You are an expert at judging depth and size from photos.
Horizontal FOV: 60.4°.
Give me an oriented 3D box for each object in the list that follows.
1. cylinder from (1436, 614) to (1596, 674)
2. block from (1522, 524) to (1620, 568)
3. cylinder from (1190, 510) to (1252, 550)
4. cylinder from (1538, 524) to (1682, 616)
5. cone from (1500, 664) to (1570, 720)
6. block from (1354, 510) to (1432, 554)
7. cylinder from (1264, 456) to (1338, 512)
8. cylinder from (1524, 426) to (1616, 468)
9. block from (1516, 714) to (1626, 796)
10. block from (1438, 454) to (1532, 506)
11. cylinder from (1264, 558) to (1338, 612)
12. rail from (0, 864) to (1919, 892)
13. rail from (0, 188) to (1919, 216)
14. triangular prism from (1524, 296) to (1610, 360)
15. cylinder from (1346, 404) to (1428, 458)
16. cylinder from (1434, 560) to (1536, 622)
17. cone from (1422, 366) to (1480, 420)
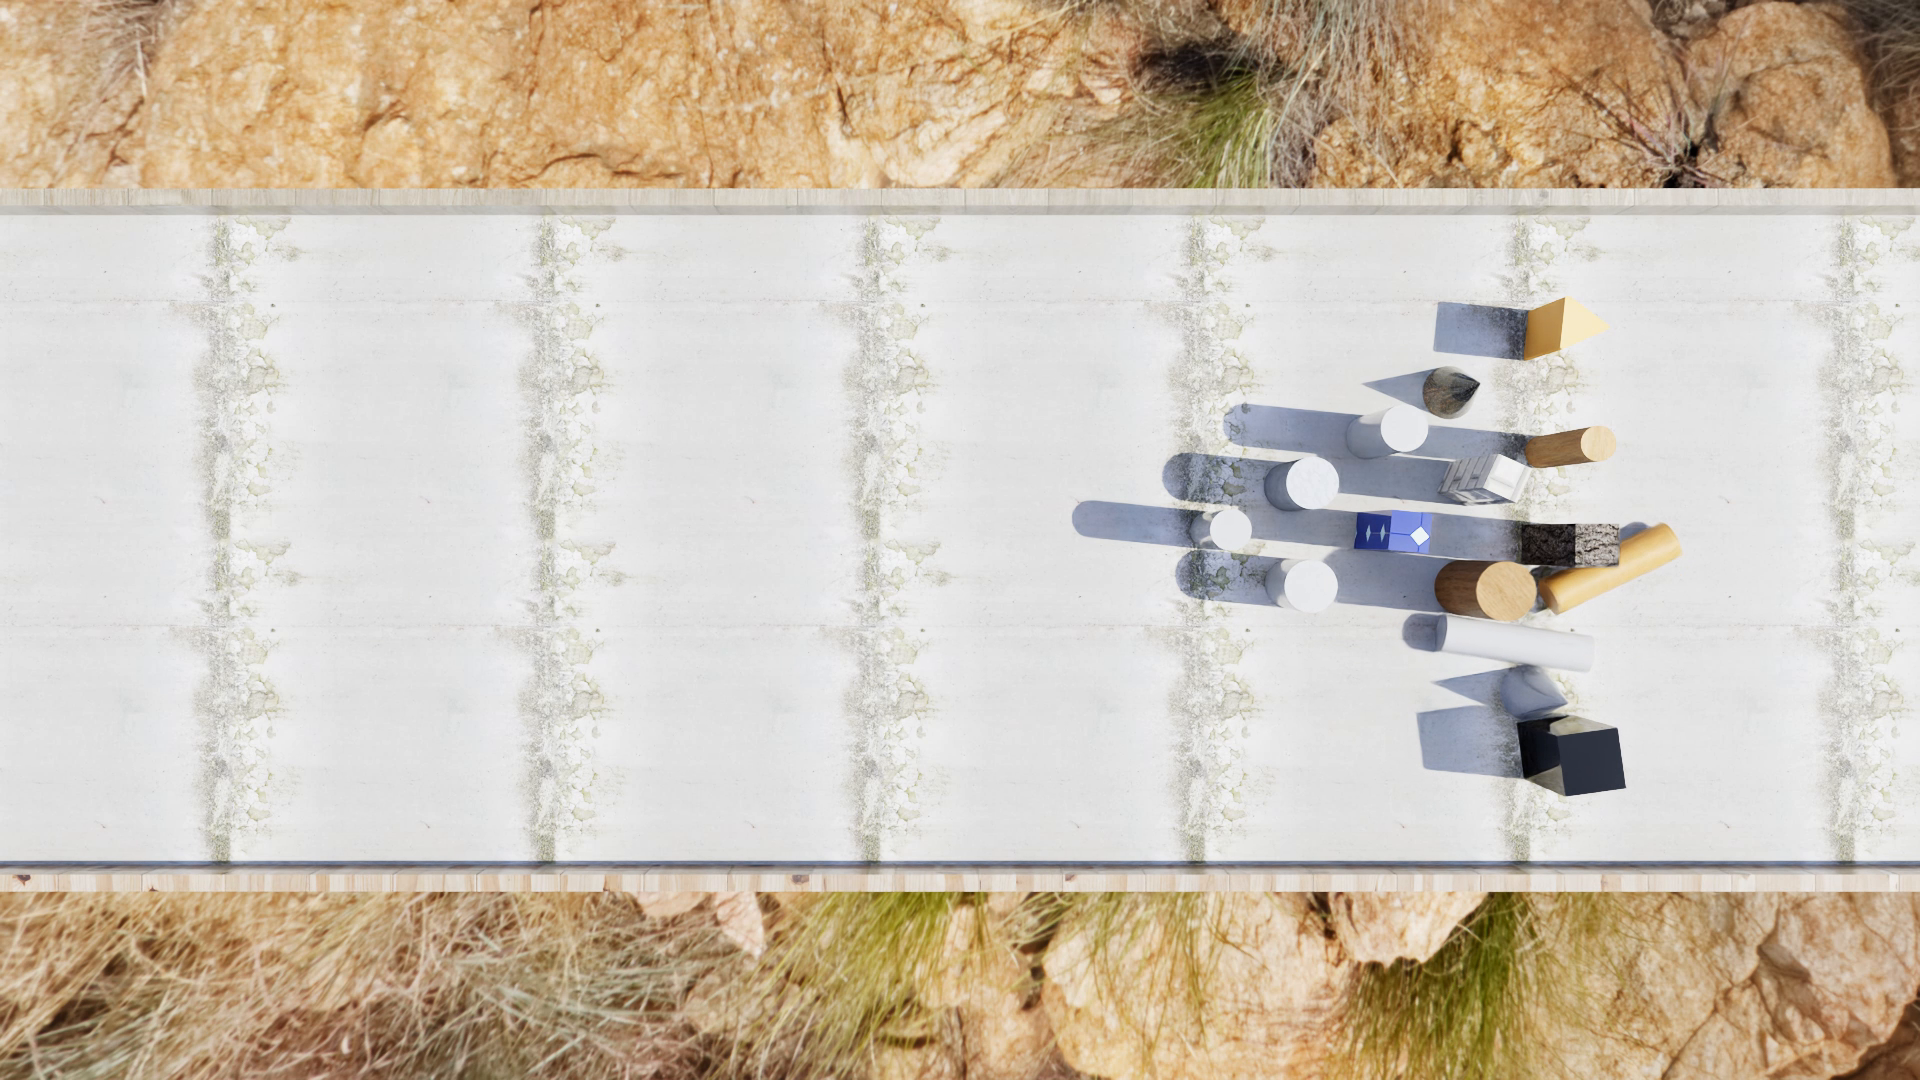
[{"bbox_3d":[1.687,0.316,5.018,0.451,0.117,0.117,8,90,0],"label":"cylinder"},{"bbox_3d":[1.790,0.015,4.853,0.123,0.446,0.123,0,90,0],"label":"block"},{"bbox_3d":[0.767,-0.029,4.873,0.118,0.407,0.118,0,90,0],"label":"cylinder"},{"bbox_3d":[1.977,0.089,5.018,0.409,0.117,0.117,-25,90,0],"label":"cylinder"},{"bbox_3d":[1.749,0.469,4.905,0.172,0.343,0.172,0,90,0],"label":"cone"},{"bbox_3d":[1.275,-0.024,4.872,0.114,0.408,0.114,6,90,0],"label":"block"},{"bbox_3d":[1.010,-0.164,4.901,0.151,0.350,0.151,0,90,0],"label":"cylinder"},{"bbox_3d":[1.789,-0.270,4.847,0.100,0.458,0.100,0,90,0],"label":"cylinder"},{"bbox_3d":[1.812,0.637,4.904,0.176,0.346,0.176,-8,90,0],"label":"block"},{"bbox_3d":[1.536,-0.173,4.852,0.104,0.449,0.104,24,90,0],"label":"block"},{"bbox_3d":[1.015,0.134,4.922,0.154,0.308,0.154,0,90,0],"label":"cylinder"},{"bbox_3d":[-2.247,1.025,5.001,12.000,0.150,0.050,0,90,0],"label":"rail"},{"bbox_3d":[-2.247,-1.025,5.002,12.000,0.150,0.050,0,90,0],"label":"rail"},{"bbox_3d":[1.781,-0.645,4.921,0.154,0.311,0.134,-24,90,0],"label":"triangular prism"},{"bbox_3d":[1.254,-0.316,4.865,0.133,0.423,0.133,0,90,0],"label":"cylinder"},{"bbox_3d":[1.547,0.146,4.875,0.171,0.400,0.171,0,90,-1],"label":"cylinder"},{"bbox_3d":[1.506,-0.453,4.922,0.165,0.309,0.165,0,90,0],"label":"cone"}]
